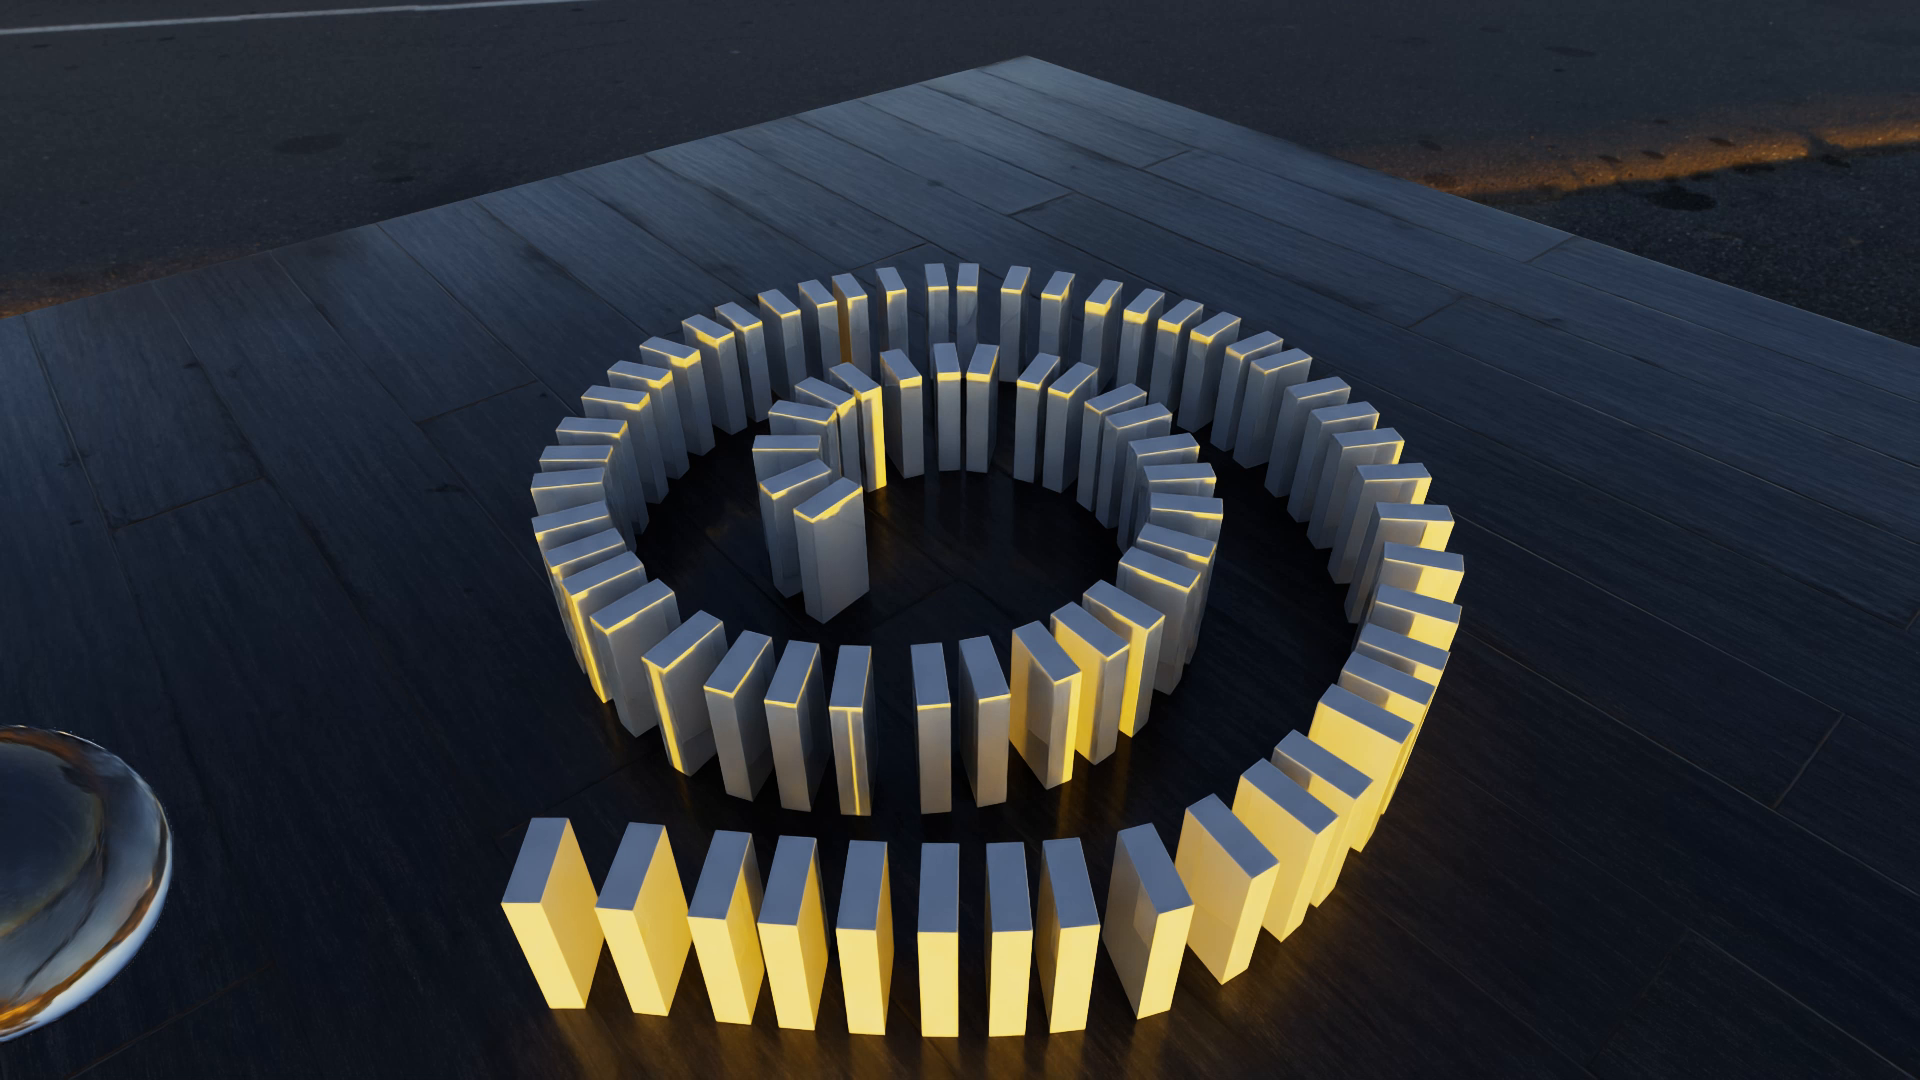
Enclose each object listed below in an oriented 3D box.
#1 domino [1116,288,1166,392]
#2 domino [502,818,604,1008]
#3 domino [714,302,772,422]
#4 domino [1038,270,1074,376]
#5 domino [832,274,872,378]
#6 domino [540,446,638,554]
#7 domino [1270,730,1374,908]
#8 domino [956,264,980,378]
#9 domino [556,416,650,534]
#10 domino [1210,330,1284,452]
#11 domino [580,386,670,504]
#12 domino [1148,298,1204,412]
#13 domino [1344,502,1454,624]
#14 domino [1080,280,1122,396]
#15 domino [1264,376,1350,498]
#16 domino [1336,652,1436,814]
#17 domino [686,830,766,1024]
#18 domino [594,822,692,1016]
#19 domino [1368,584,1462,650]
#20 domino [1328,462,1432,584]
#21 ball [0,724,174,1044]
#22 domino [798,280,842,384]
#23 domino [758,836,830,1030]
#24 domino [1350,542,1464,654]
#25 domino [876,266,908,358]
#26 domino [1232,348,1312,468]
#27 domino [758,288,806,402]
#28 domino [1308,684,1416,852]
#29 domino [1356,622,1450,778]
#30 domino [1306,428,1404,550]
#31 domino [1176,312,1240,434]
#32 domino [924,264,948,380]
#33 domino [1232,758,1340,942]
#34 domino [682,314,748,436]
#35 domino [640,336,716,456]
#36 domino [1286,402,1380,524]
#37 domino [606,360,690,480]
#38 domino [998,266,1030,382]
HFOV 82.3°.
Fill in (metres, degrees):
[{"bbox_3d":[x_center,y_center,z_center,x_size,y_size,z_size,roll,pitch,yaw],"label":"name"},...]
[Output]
[{"bbox_3d":[0.085,-0.091,0.522,0.009,0.050,0.025,21,44,24],"label":"domino"},{"bbox_3d":[-0.106,0.099,0.291,0.009,0.050,0.025,0,39,0],"label":"domino"},{"bbox_3d":[-0.100,-0.083,0.512,0.010,0.050,0.025,-28,47,-30],"label":"domino"},{"bbox_3d":[0.047,-0.102,0.536,0.009,0.050,0.025,12,41,15],"label":"domino"},{"bbox_3d":[-0.052,-0.101,0.534,0.010,0.050,0.025,-15,42,-17],"label":"domino"},{"bbox_3d":[-0.144,-0.013,0.428,0.025,0.050,0.009,-1,39,-1],"label":"domino"},{"bbox_3d":[0.099,0.080,0.314,0.010,0.050,0.025,-32,49,-33],"label":"domino"},{"bbox_3d":[0.004,-0.108,0.543,0.009,0.050,0.025,2,39,2],"label":"domino"},{"bbox_3d":[-0.143,-0.025,0.442,0.025,0.050,0.010,4,39,5],"label":"domino"},{"bbox_3d":[0.128,-0.066,0.492,0.025,0.050,0.010,-23,45,-26],"label":"domino"},{"bbox_3d":[-0.139,-0.039,0.459,0.025,0.050,0.010,8,40,10],"label":"domino"},{"bbox_3d":[0.100,-0.084,0.514,0.009,0.050,0.025,26,46,28],"label":"domino"},{"bbox_3d":[0.159,0.010,0.400,0.025,0.050,0.010,3,39,4],"label":"domino"},{"bbox_3d":[0.068,-0.097,0.530,0.009,0.050,0.025,17,42,19],"label":"domino"},{"bbox_3d":[0.146,-0.043,0.464,0.025,0.050,0.010,-13,41,-15],"label":"domino"},{"bbox_3d":[0.126,0.060,0.338,0.025,0.050,0.009,24,45,27],"label":"domino"},{"bbox_3d":[-0.059,0.102,0.287,0.009,0.050,0.025,4,39,5],"label":"domino"},{"bbox_3d":[-0.082,0.100,0.289,0.009,0.050,0.025,4,39,5],"label":"domino"},{"bbox_3d":[0.145,0.039,0.363,0.025,0.050,0.010,17,42,20],"label":"domino"},{"bbox_3d":[0.159,-0.006,0.418,0.025,0.050,0.009,-2,39,-3],"label":"domino"},{"bbox_3d":[-0.250,0.088,0.281,0.080,0.080,0.080,0,39,0],"label":"ball"},{"bbox_3d":[-0.067,-0.097,0.529,0.009,0.050,0.025,-18,43,-21],"label":"domino"},{"bbox_3d":[-0.042,0.103,0.286,0.009,0.050,0.025,3,39,4],"label":"domino"},{"bbox_3d":[0.154,0.025,0.381,0.025,0.050,0.009,11,41,13],"label":"domino"},{"bbox_3d":[-0.033,-0.105,0.540,0.010,0.050,0.025,-10,40,-12],"label":"domino"},{"bbox_3d":[0.136,-0.057,0.481,0.025,0.050,0.009,-18,43,-21],"label":"domino"},{"bbox_3d":[-0.083,-0.090,0.522,0.009,0.050,0.025,-22,44,-25],"label":"domino"},{"bbox_3d":[0.115,0.068,0.328,0.025,0.050,0.010,28,47,29],"label":"domino"},{"bbox_3d":[0.134,0.052,0.349,0.025,0.050,0.009,21,44,24],"label":"domino"},{"bbox_3d":[0.156,-0.020,0.436,0.025,0.050,0.009,-7,40,-8],"label":"domino"},{"bbox_3d":[0.114,-0.077,0.505,0.009,0.050,0.025,32,49,33],"label":"domino"},{"bbox_3d":[-0.011,-0.108,0.543,0.009,0.050,0.025,-4,39,-5],"label":"domino"},{"bbox_3d":[0.087,0.087,0.306,0.010,0.050,0.025,-27,47,-29],"label":"domino"},{"bbox_3d":[-0.112,-0.075,0.504,0.025,0.050,0.010,30,48,31],"label":"domino"},{"bbox_3d":[-0.125,-0.063,0.489,0.025,0.050,0.010,19,43,22],"label":"domino"},{"bbox_3d":[0.152,-0.031,0.450,0.025,0.050,0.010,-10,40,-12],"label":"domino"},{"bbox_3d":[-0.134,-0.051,0.474,0.025,0.050,0.009,13,41,15],"label":"domino"},{"bbox_3d":[0.027,-0.106,0.541,0.010,0.050,0.025,8,40,10],"label":"domino"}]
